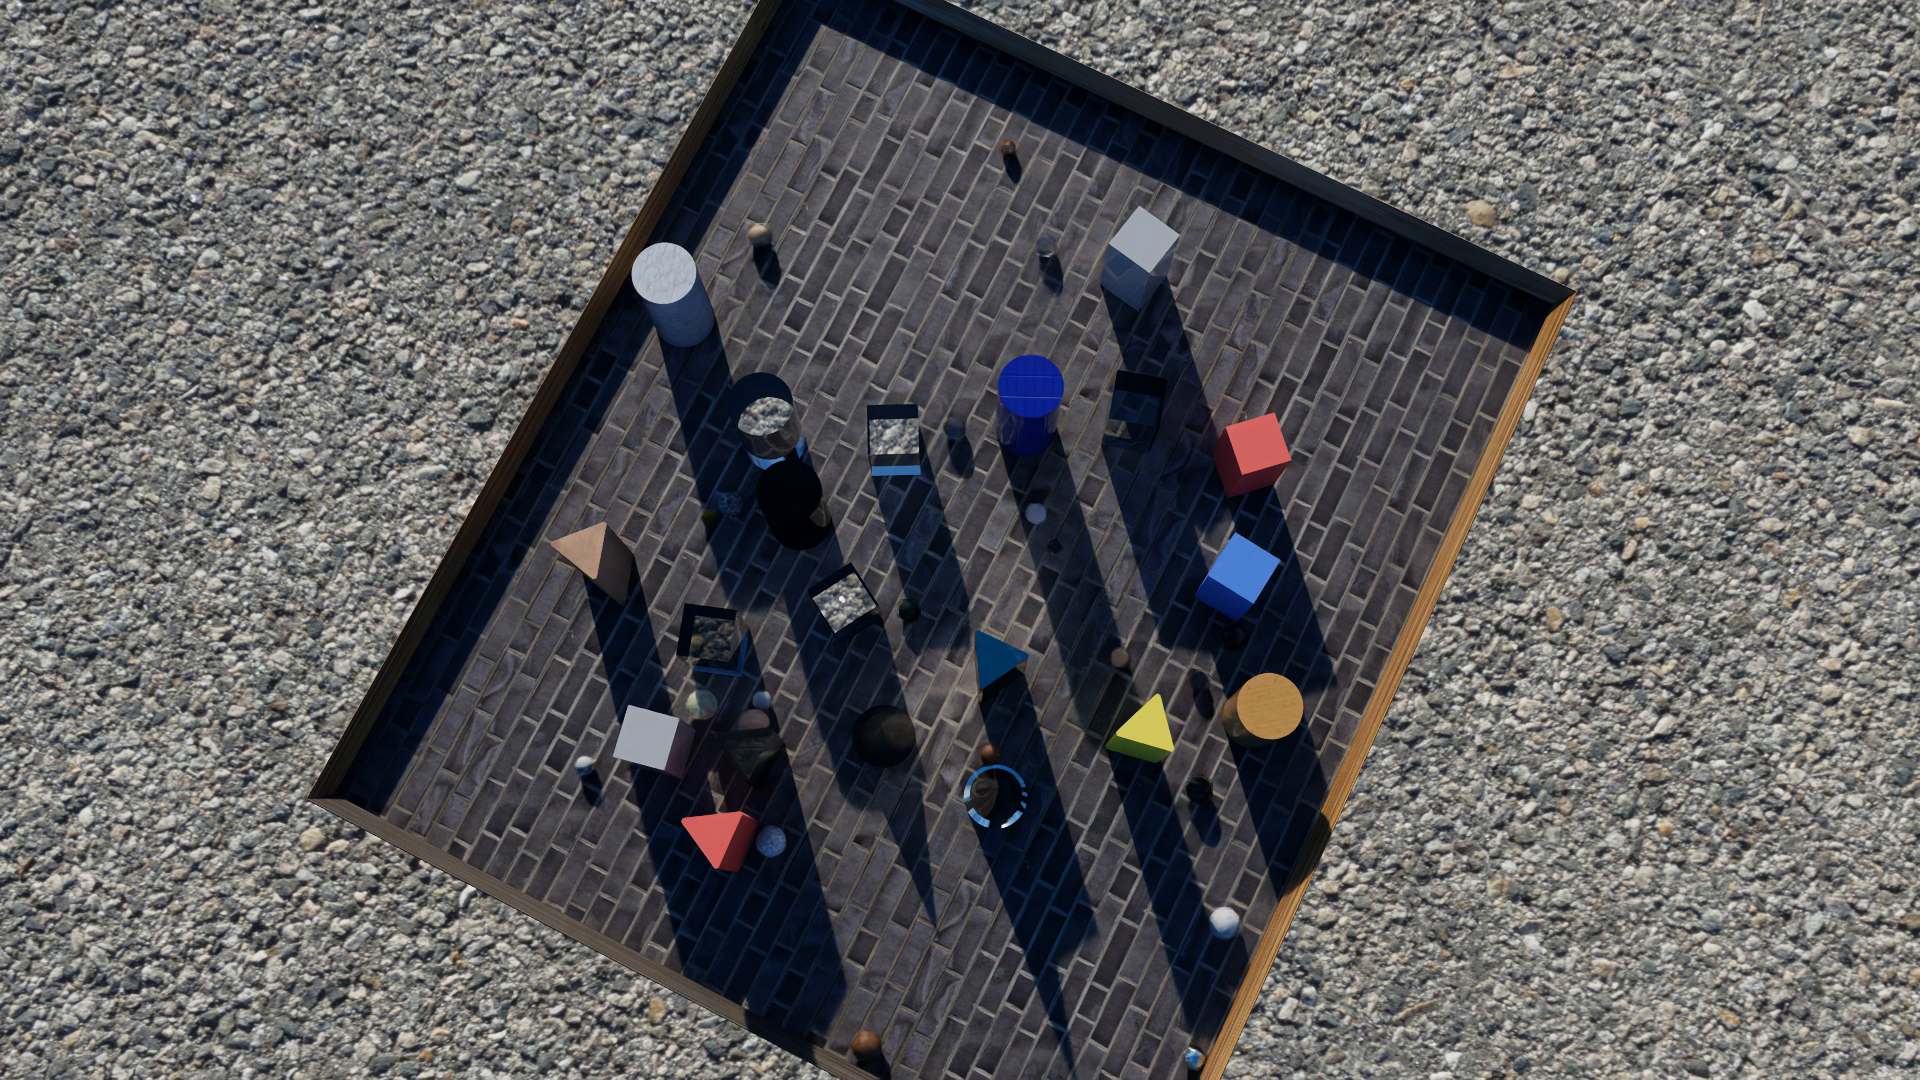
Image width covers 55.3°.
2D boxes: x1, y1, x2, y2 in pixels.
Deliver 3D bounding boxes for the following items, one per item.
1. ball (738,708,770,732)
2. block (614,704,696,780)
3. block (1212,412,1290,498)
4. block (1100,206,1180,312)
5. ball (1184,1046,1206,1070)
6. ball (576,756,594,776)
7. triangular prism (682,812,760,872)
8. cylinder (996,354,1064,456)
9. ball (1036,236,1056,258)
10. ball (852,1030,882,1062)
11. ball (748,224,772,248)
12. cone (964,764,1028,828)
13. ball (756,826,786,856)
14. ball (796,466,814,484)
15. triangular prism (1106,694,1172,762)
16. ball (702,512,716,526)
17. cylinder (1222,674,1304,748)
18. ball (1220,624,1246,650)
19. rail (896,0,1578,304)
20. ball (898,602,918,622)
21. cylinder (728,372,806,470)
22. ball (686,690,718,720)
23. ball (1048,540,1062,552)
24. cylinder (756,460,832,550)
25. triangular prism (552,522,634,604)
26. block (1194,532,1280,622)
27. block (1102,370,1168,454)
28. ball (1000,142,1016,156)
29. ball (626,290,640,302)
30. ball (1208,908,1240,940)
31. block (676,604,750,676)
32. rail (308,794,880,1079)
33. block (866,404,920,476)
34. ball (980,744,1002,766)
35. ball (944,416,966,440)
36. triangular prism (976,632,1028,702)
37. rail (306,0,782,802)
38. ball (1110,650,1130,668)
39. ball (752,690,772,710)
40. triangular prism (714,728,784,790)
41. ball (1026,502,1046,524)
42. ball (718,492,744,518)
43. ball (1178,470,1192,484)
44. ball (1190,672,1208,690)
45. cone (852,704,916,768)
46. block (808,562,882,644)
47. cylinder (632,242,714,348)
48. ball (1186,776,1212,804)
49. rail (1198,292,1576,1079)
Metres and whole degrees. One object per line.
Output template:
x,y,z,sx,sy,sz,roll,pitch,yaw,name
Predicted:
-0.614,0.549,5.455,0.095,0.095,0.095,0,78,0,ball
-0.884,0.590,5.325,0.151,0.332,0.151,14,79,3,block
0.873,-0.251,5.513,0.151,0.305,0.151,-17,79,-3,block
0.547,-0.857,5.613,0.151,0.353,0.151,37,81,7,block
0.676,1.491,5.274,0.067,0.067,0.067,0,78,0,ball
-1.114,0.671,5.449,0.056,0.056,0.056,0,78,0,ball
-0.651,0.831,5.208,0.142,0.464,0.164,-36,81,-7,triangular prism
0.203,-0.396,5.470,0.189,0.447,0.189,0,78,0,cylinder
0.271,-0.923,5.773,0.068,0.068,0.068,0,78,0,ball
-0.269,1.456,5.270,0.088,0.088,0.088,0,78,0,ball
-0.631,-0.957,5.776,0.075,0.075,0.075,0,78,0,ball
0.106,0.721,5.253,0.189,0.420,0.189,0,78,0,cone
-0.556,0.885,5.387,0.091,0.091,0.091,0,78,0,ball
-0.477,-0.199,5.628,0.057,0.057,0.057,0,78,0,ball
0.534,0.536,5.301,0.164,0.401,0.142,16,79,3,triangular prism
-0.769,-0.065,5.607,0.044,0.044,0.044,0,78,0,ball
0.882,0.503,5.359,0.189,0.300,0.189,0,78,0,cylinder
0.823,0.292,5.515,0.080,0.080,0.080,0,78,0,ball
0.681,-1.328,5.827,2.714,0.123,0.045,26,80,5,rail
-0.155,0.216,5.540,0.062,0.062,0.062,0,78,0,ball
-0.574,-0.348,5.471,0.189,0.426,0.189,0,78,0,cylinder
-0.771,0.492,5.468,0.092,0.092,0.092,0,78,0,ball
0.288,0.018,5.592,0.041,0.041,0.041,0,78,0,ball
-0.490,-0.099,5.440,0.189,0.386,0.189,0,78,0,cylinder
-1.045,0.050,5.380,0.164,0.443,0.142,38,81,7,triangular prism
0.817,0.113,5.425,0.151,0.329,0.151,32,80,6,block
0.524,-0.385,5.539,0.151,0.307,0.151,10,79,2,block
0.155,-1.248,5.849,0.050,0.050,0.050,0,78,0,ball
-1.025,-0.766,5.754,0.042,0.042,0.042,0,78,0,ball
0.771,1.116,5.339,0.092,0.092,0.092,0,78,0,ball
-0.723,0.297,5.387,0.151,0.328,0.151,7,78,2,block
-0.681,1.341,5.275,2.714,0.123,0.045,26,80,5,rail
-0.198,-0.301,5.544,0.151,0.264,0.151,-1,78,0,block
0.091,0.639,5.452,0.064,0.064,0.064,0,78,0,ball
-0.016,-0.344,5.651,0.071,0.071,0.071,0,78,0,ball
0.087,0.352,5.353,0.164,0.374,0.142,-34,80,-7,triangular prism
-1.192,-0.577,5.672,0.045,0.123,3.095,26,80,5,rail
0.480,0.357,5.514,0.057,0.057,0.057,0,78,0,ball
-0.594,0.481,5.487,0.059,0.059,0.059,0,78,0,ball
-0.586,0.606,5.312,0.142,0.350,0.164,-35,80,-7,triangular prism
0.231,-0.083,5.601,0.063,0.063,0.063,0,78,0,ball
-0.699,-0.107,5.600,0.076,0.076,0.076,0,78,0,ball
0.690,-0.192,5.634,0.044,0.044,0.044,0,78,0,ball
0.719,0.422,5.501,0.056,0.056,0.056,0,78,0,ball
-0.228,0.559,5.354,0.189,0.287,0.189,0,78,0,cone
-0.341,0.191,5.454,0.151,0.241,0.151,-32,80,-6,block
-0.865,-0.738,5.559,0.189,0.412,0.189,0,78,0,cylinder
0.707,0.740,5.423,0.078,0.078,0.078,0,78,0,ball
1.192,0.590,5.431,0.045,0.123,3.095,26,80,5,rail
